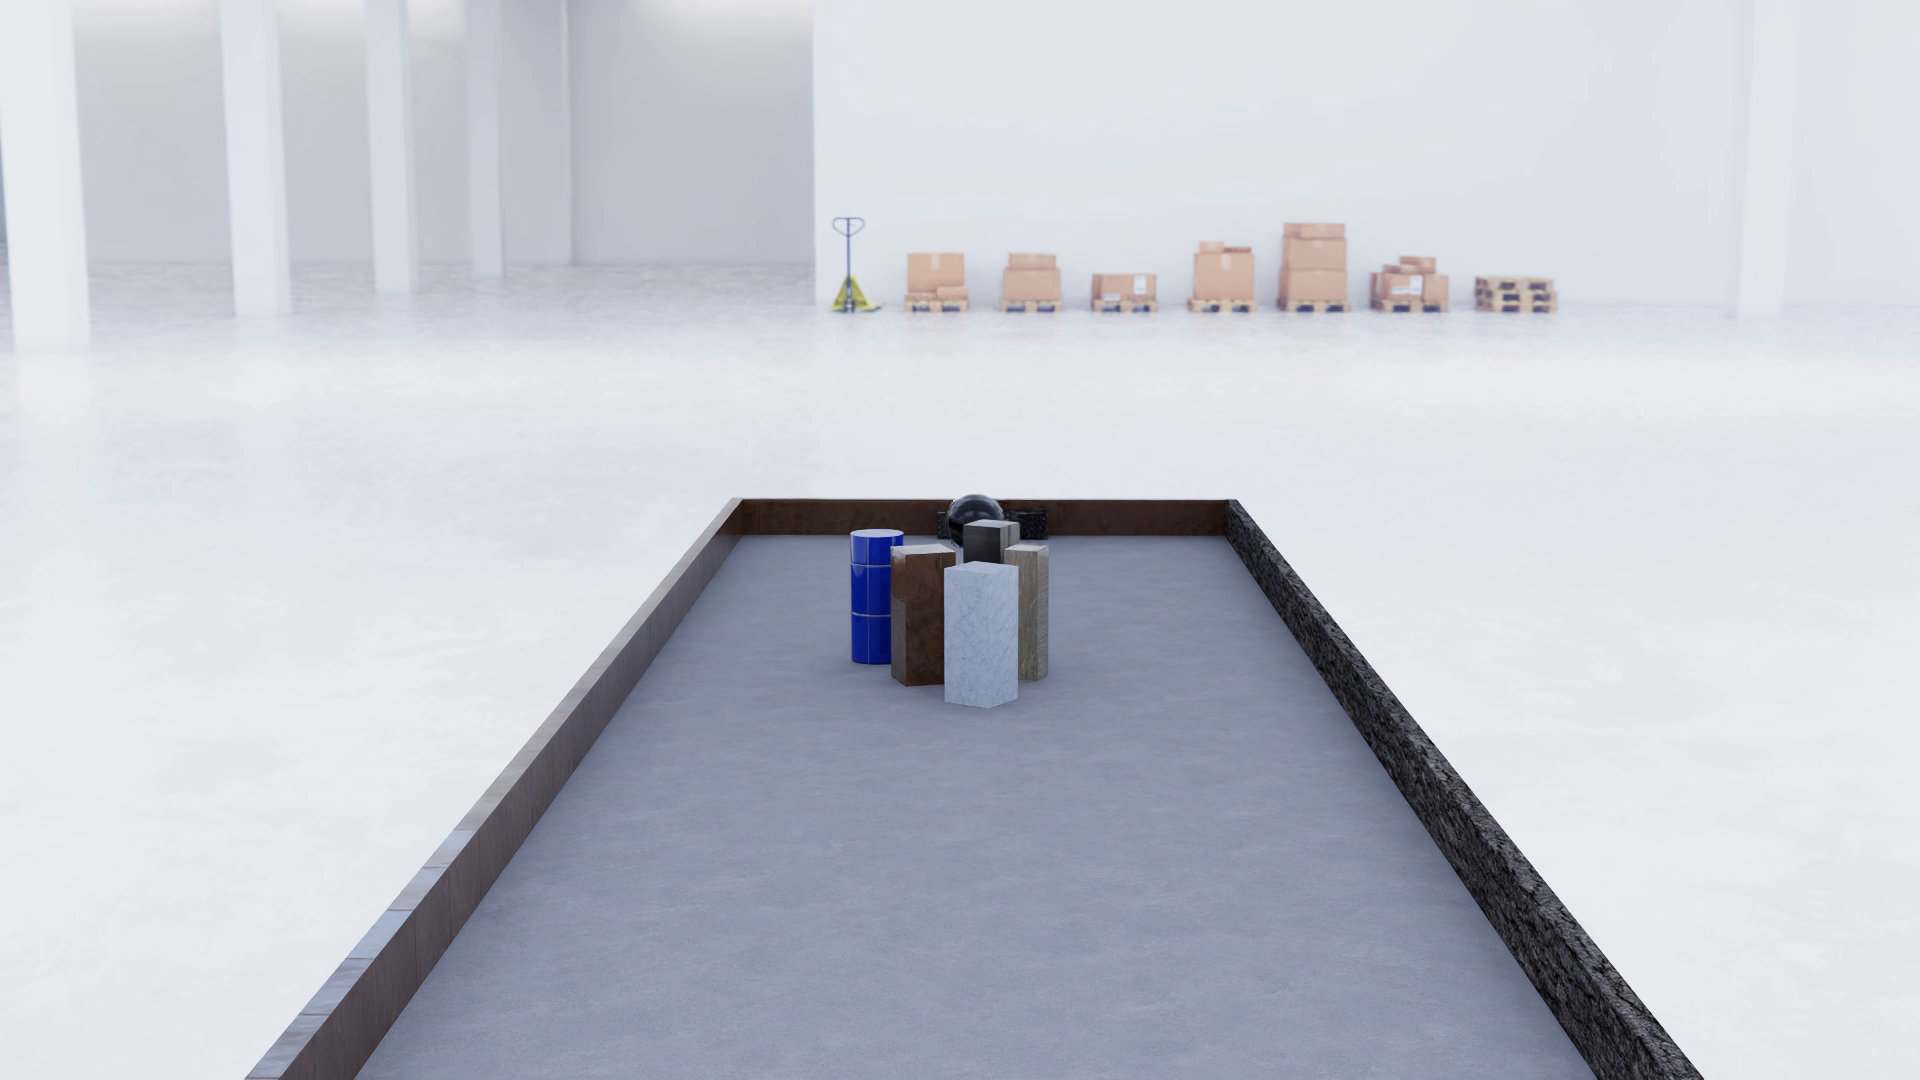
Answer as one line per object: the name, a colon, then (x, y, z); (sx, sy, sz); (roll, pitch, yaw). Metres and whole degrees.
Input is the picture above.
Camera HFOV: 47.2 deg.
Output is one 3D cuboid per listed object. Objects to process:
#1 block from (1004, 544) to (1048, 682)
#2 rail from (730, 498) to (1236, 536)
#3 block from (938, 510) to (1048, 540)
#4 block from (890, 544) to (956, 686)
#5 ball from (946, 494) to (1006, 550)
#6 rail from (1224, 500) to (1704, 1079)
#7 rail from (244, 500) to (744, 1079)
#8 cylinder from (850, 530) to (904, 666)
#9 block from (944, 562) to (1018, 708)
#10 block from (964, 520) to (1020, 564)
block: (0.194, 0.212, 6.448); (0.102, 0.383, 0.102); (3, 10, 20)
rail: (0.099, -0.098, 9.147); (2.100, 0.150, 0.050); (0, 9, 1)
block: (0.135, -0.065, 9.067); (0.453, 0.110, 0.110); (0, 9, 2)
block: (-0.107, 0.217, 6.402); (0.151, 0.387, 0.151); (-3, 9, -18)
ball: (0.063, -0.068, 8.693); (0.233, 0.233, 0.233); (0, 9, 0)
rail: (1.046, 0.843, 3.208); (0.050, 0.150, 12.000); (0, 9, 1)
rail: (-1.004, 0.839, 3.234); (0.050, 0.150, 12.000); (0, 9, 1)
cylinder: (-0.251, 0.172, 6.678); (0.161, 0.390, 0.161); (0, 9, 0)
block: (0.060, 0.262, 6.146); (0.148, 0.378, 0.148); (6, 11, 34)
block: (0.095, 0.155, 6.704); (0.126, 0.415, 0.126); (5, 10, 28)
